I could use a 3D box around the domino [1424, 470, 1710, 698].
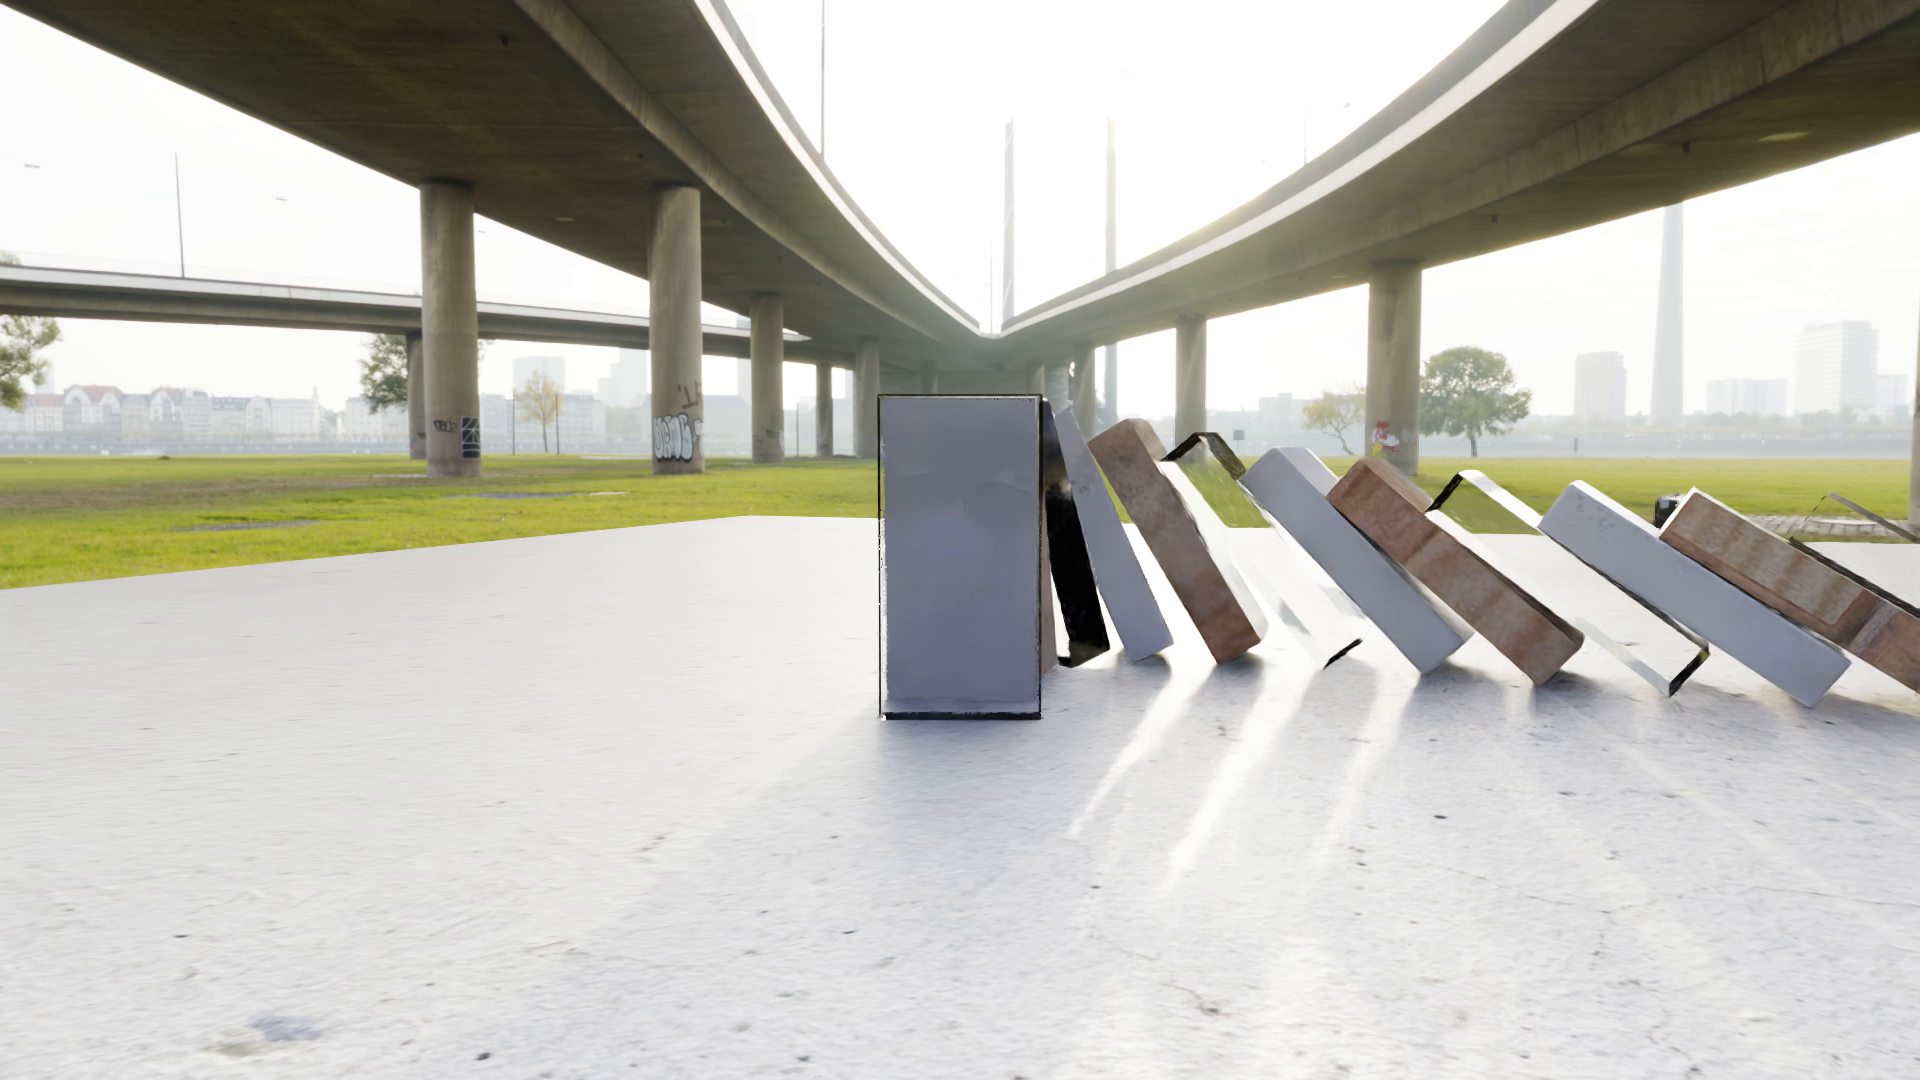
[{"bbox_3d":[0.110,0.006,0.233,0.050,0.009,0.025,42,22,20],"label":"domino"}]

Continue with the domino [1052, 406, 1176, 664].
[{"bbox_3d":[0.028,-0.002,0.259,0.009,0.050,0.025,-24,1,6],"label":"domino"}]

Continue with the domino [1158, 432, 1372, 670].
[{"bbox_3d":[0.061,0.001,0.255,0.009,0.050,0.025,-40,-10,19],"label":"domino"}]

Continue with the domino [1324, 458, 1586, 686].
[{"bbox_3d":[0.094,0.005,0.242,0.050,0.009,0.025,45,23,19],"label":"domino"}]

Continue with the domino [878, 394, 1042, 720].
[{"bbox_3d":[0.000,0.002,0.201,0.025,0.050,0.010,0,4,0],"label":"domino"}]

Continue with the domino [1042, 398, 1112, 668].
[{"bbox_3d":[0.013,-0.002,0.250,0.009,0.050,0.025,-21,13,-27],"label":"domino"}]

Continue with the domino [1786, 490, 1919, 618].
[{"bbox_3d":[0.162,0.010,0.208,0.050,0.009,0.025,39,24,27],"label":"domino"}]

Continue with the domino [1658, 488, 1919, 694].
[{"bbox_3d":[0.144,0.009,0.216,0.050,0.010,0.025,37,20,22],"label":"domino"}]

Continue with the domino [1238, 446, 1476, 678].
[{"bbox_3d":[0.078,0.003,0.250,0.009,0.050,0.025,-47,-18,23],"label":"domino"}]

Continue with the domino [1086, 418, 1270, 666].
[{"bbox_3d":[0.045,-0.001,0.259,0.009,0.050,0.025,-32,-5,17],"label":"domino"}]

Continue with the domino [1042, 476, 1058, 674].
[{"bbox_3d":[0.003,-0.001,0.236,0.025,0.050,0.009,2,15,31],"label":"domino"}]

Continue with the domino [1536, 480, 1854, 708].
[{"bbox_3d":[0.127,0.008,0.224,0.050,0.010,0.025,39,21,21],"label":"domino"}]

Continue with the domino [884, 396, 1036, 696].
[{"bbox_3d":[0.000,0.001,0.219,0.025,0.050,0.010,0,8,5],"label":"domino"}]
